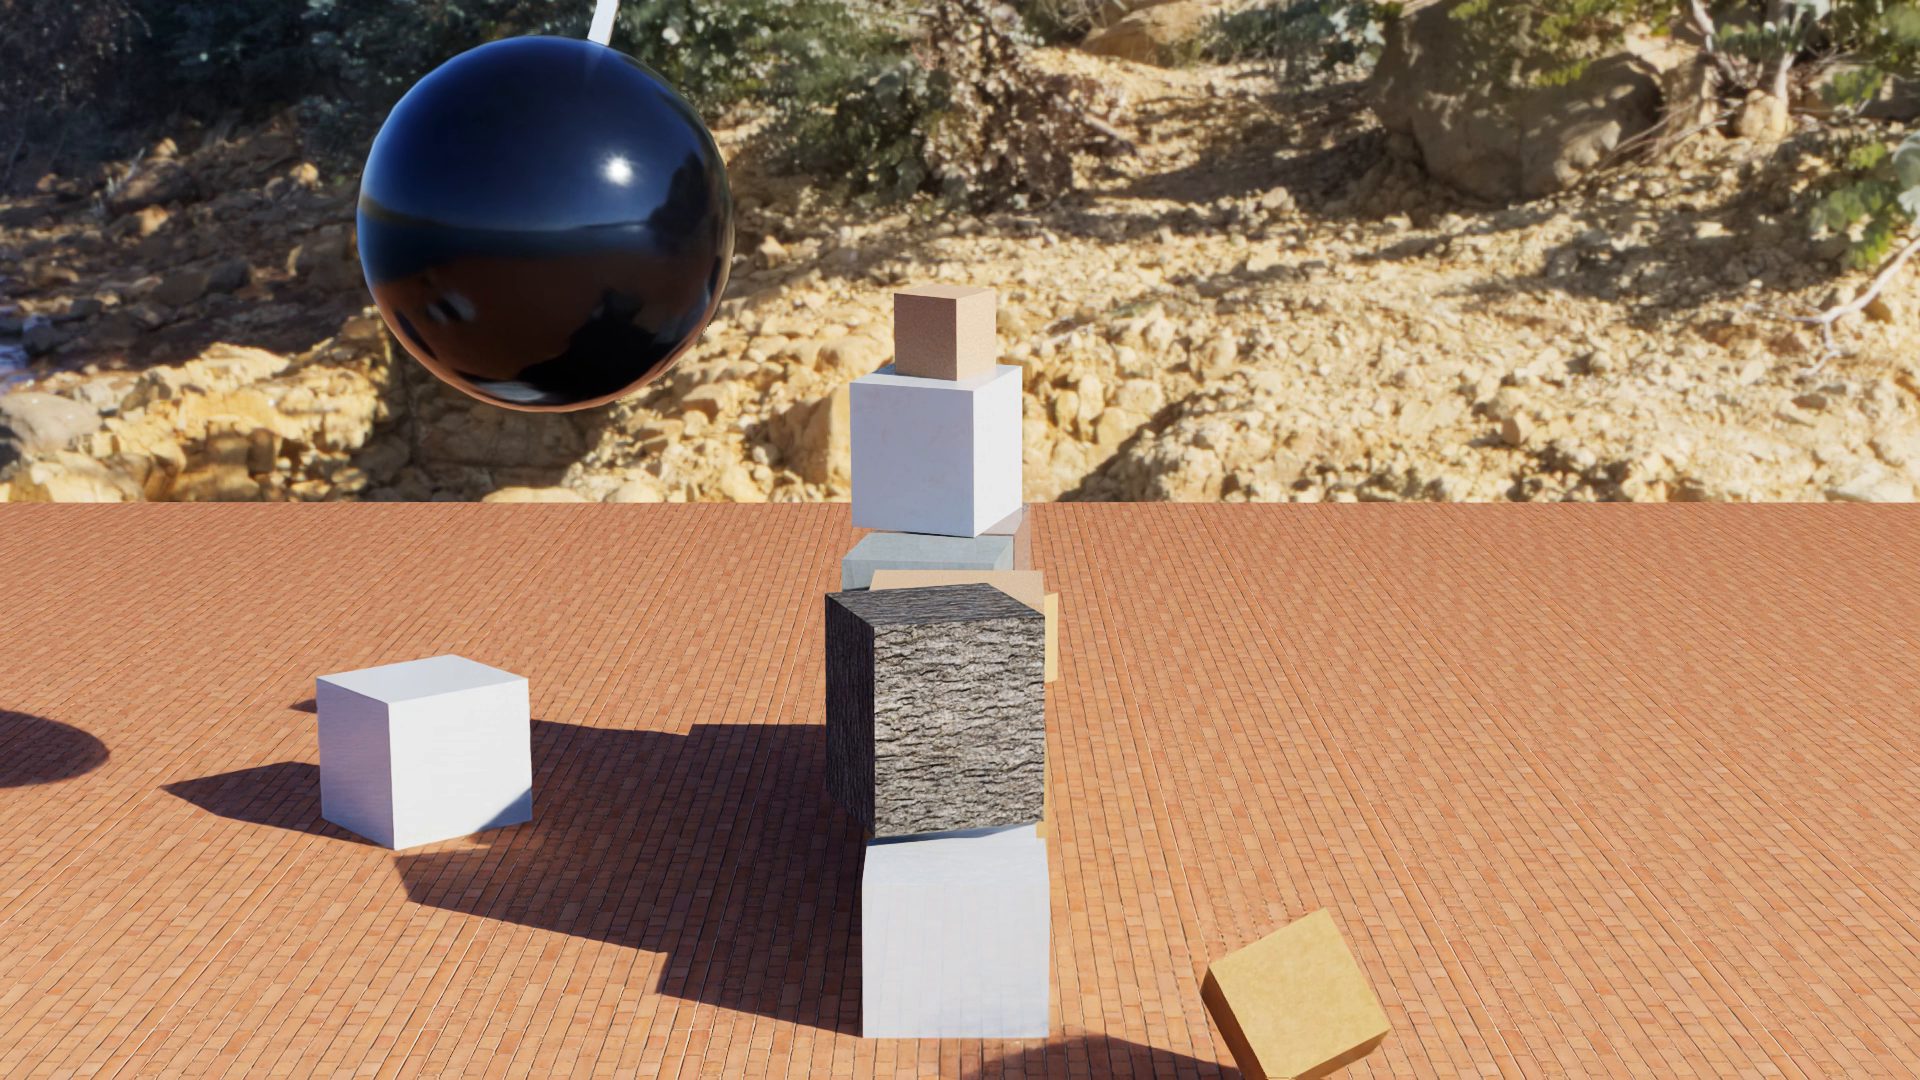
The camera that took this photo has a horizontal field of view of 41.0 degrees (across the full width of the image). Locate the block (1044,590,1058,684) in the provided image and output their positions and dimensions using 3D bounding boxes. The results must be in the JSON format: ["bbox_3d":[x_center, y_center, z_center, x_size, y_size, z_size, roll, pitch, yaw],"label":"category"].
[{"bbox_3d":[0.250,0.567,14.995,0.464,0.518,0.445,9,13,40],"label":"block"}]

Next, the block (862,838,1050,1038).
[{"bbox_3d":[-0.015,1.495,9.690,0.684,0.591,0.572,0,10,0],"label":"block"}]

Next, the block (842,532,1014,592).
[{"bbox_3d":[-0.138,0.387,11.683,0.680,0.716,0.677,2,10,8],"label":"block"}]

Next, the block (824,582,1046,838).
[{"bbox_3d":[-0.107,0.653,10.107,0.684,0.817,0.685,-3,11,-18],"label":"block"}]

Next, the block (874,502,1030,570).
[{"bbox_3d":[-0.029,0.188,12.323,0.666,0.626,0.630,2,15,8],"label":"block"}]

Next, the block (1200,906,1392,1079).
[{"bbox_3d":[1.124,1.587,8.672,0.440,0.447,0.510,-25,-19,-7],"label":"block"}]

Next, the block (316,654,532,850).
[{"bbox_3d":[-2.543,0.991,12.180,0.736,0.692,0.694,-9,14,-41],"label":"block"}]

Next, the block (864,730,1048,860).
[{"bbox_3d":[-0.015,1.197,11.012,0.764,0.704,0.682,0,10,0],"label":"block"}]

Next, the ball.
[{"bbox_3d":[-1.758,-1.343,10.936,1.600,1.600,1.600,0,10,0],"label":"ball"}]

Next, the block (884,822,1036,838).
[{"bbox_3d":[-0.012,1.351,10.344,0.601,0.641,0.653,0,10,-1],"label":"block"}]

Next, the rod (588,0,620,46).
[{"bbox_3d":[-0.762,-4.541,10.355,0.080,5.200,0.080,17,10,-3],"label":"rod"}]

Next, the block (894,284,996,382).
[{"bbox_3d":[-0.070,-0.981,12.072,0.349,0.385,0.340,9,17,32],"label":"block"}]

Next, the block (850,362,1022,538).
[{"bbox_3d":[-0.106,-0.448,12.156,0.617,0.689,0.649,5,15,21],"label":"block"}]

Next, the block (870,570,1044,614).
[{"bbox_3d":[-0.013,0.517,10.961,0.734,0.653,0.705,0,10,1],"label":"block"}]
